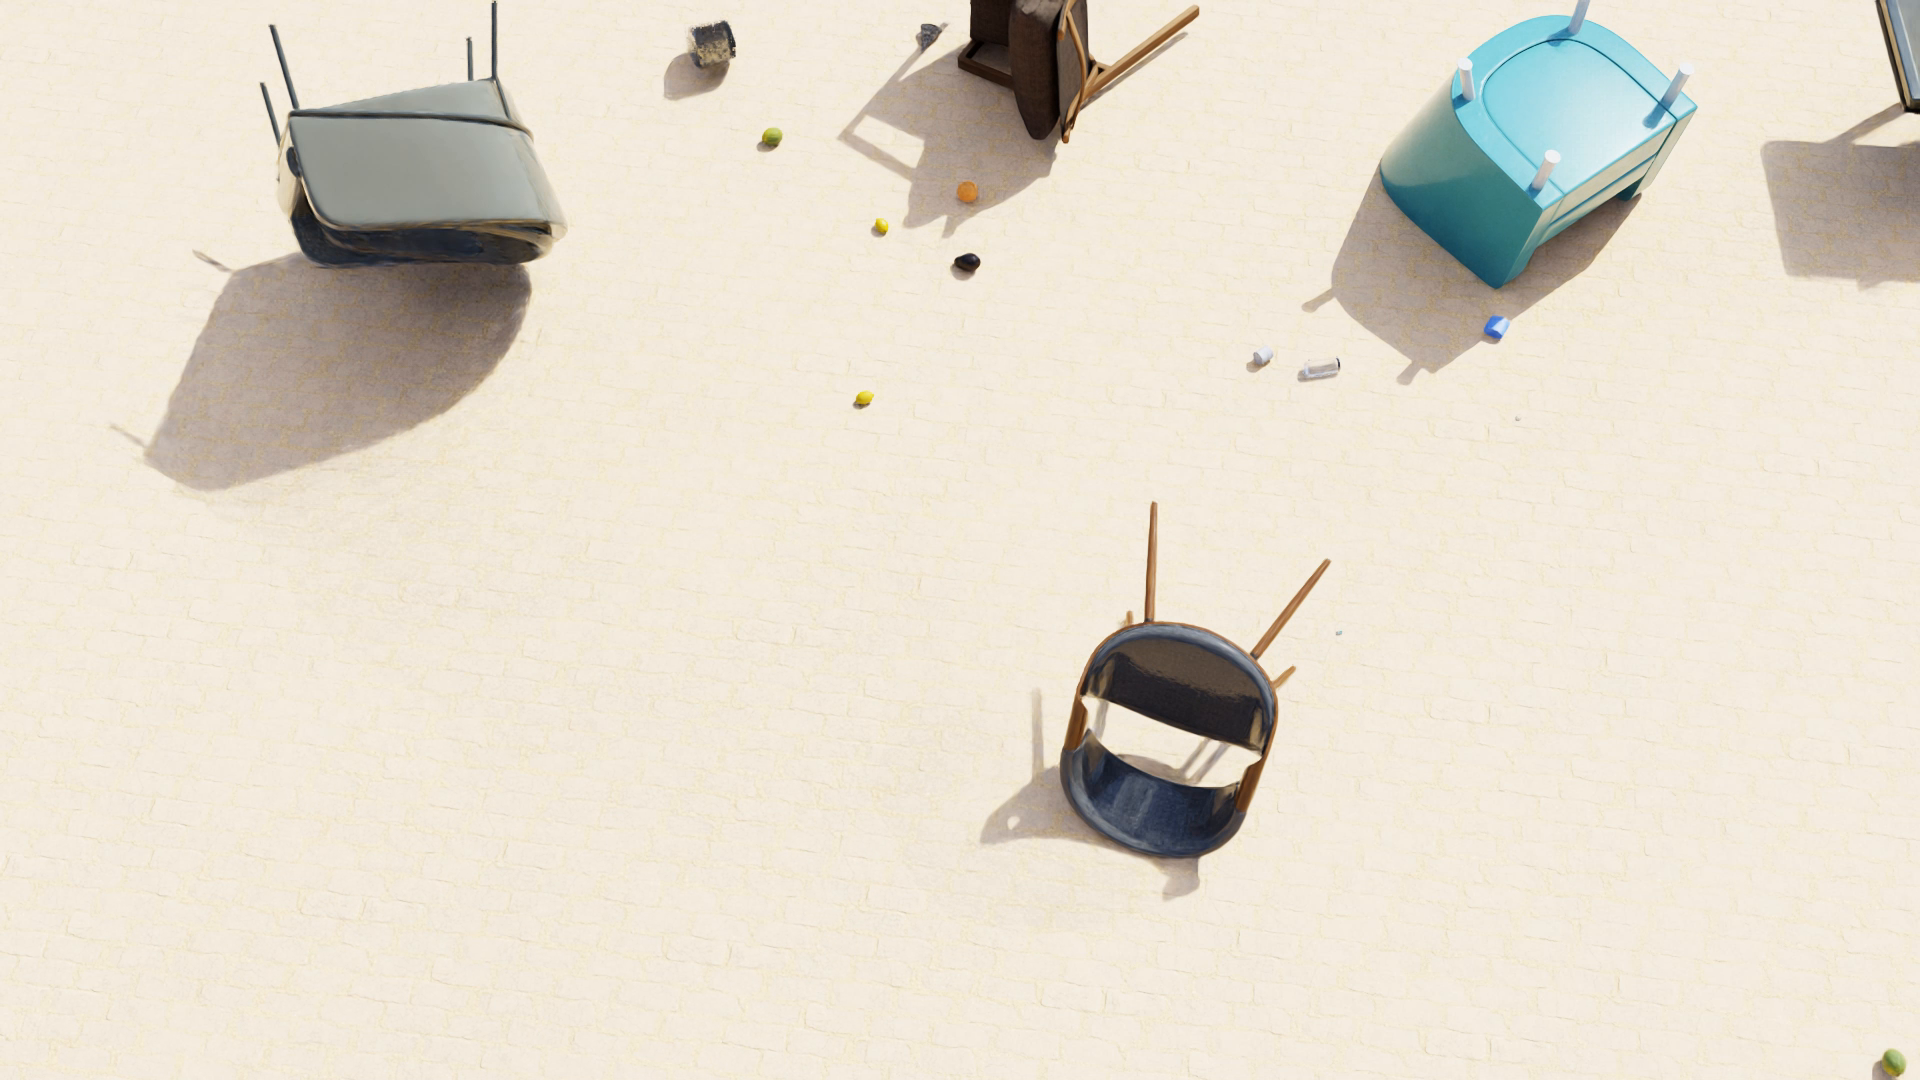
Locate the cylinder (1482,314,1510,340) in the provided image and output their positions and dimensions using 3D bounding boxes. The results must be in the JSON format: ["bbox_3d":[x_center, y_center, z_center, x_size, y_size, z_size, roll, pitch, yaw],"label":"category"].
[{"bbox_3d":[1.710,-0.679,7.007,0.066,0.038,0.061,31,79,28],"label":"cylinder"}]

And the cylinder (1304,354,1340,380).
[{"bbox_3d":[1.139,-0.545,6.914,0.105,0.043,0.048,-18,73,1],"label":"cylinder"}]

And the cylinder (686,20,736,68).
[{"bbox_3d":[-0.864,-1.722,7.627,0.132,0.137,0.210,-17,19,-11],"label":"cylinder"}]

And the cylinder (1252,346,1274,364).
[{"bbox_3d":[0.956,-0.583,6.935,0.046,0.049,0.045,-31,68,-21],"label":"cylinder"}]

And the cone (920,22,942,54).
[{"bbox_3d":[-0.119,-1.754,7.734,0.082,0.056,0.113,14,73,17],"label":"cone"}]
